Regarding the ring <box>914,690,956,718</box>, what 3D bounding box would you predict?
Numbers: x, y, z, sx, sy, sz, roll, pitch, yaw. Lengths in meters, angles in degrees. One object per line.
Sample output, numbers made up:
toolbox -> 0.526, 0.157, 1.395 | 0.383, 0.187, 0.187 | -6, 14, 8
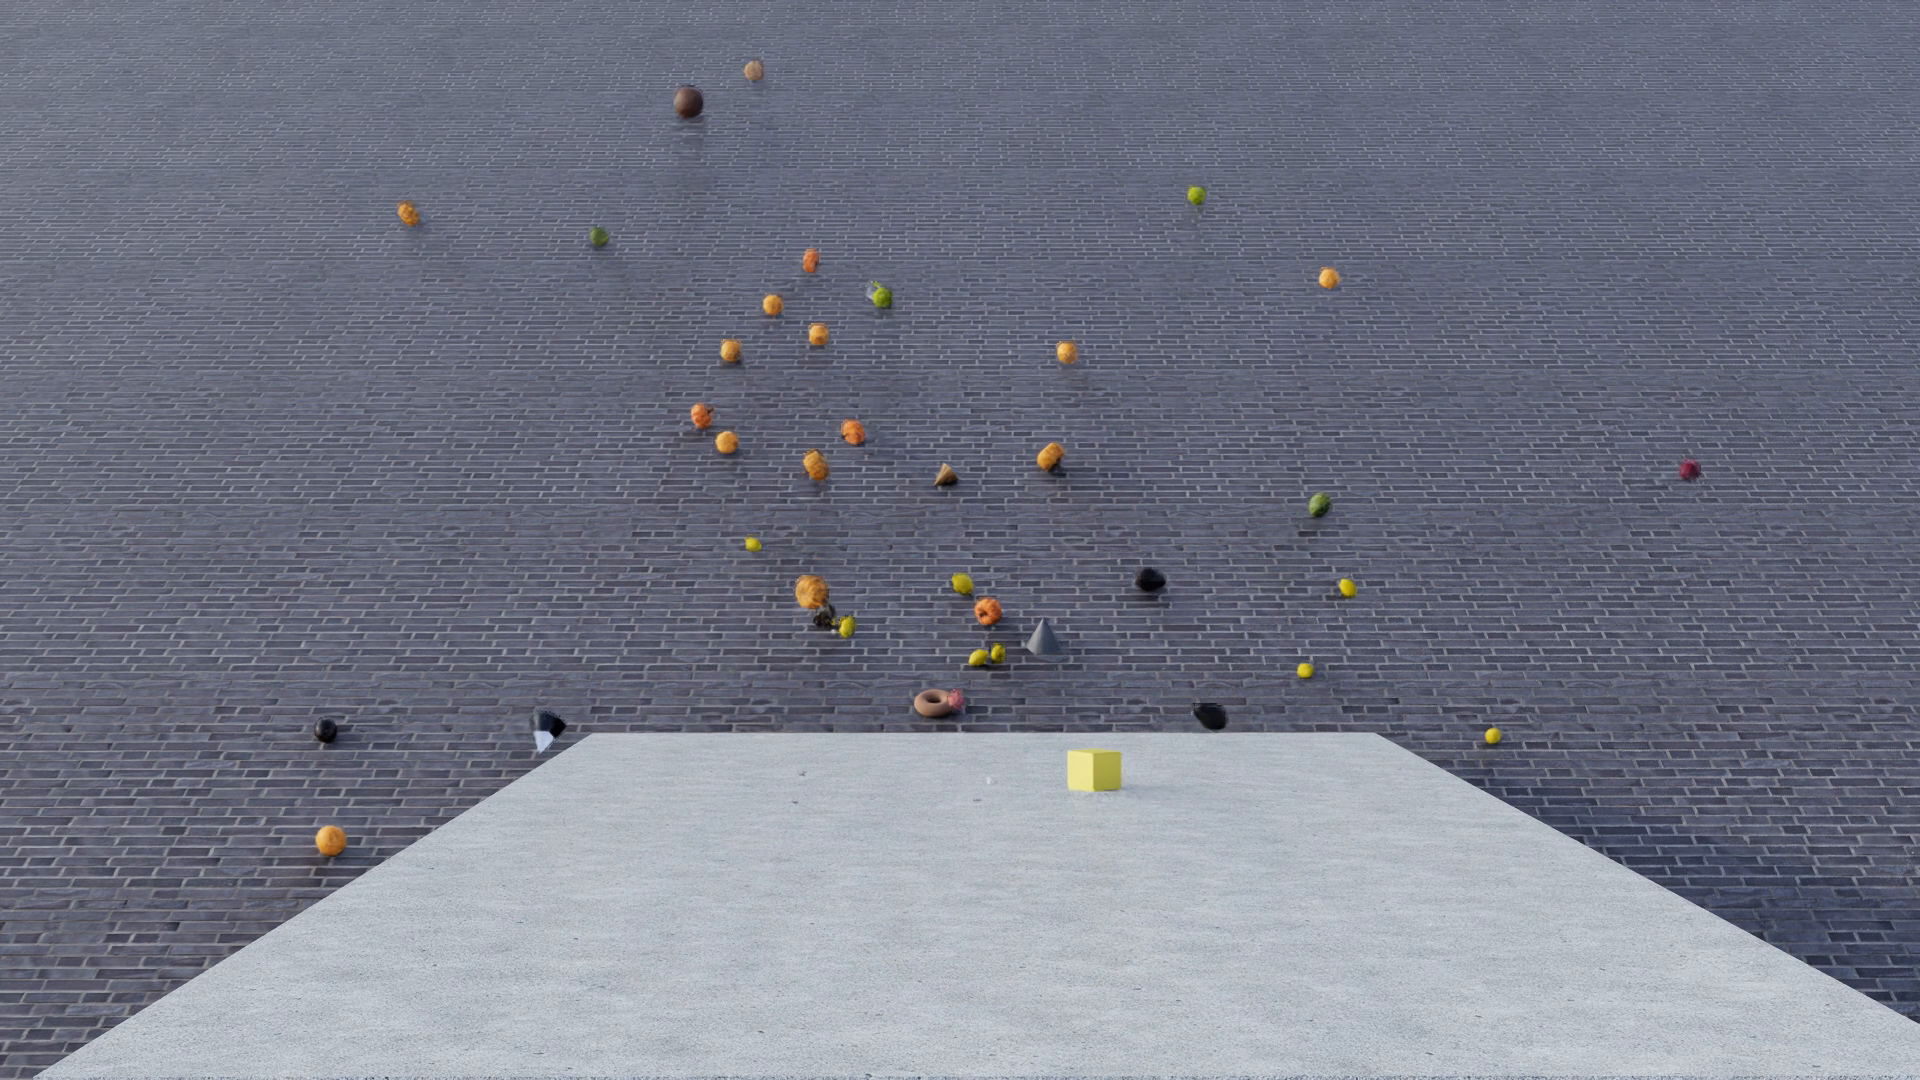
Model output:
ring -> -0.066, 0.434, 6.870 | 0.111, 0.037, 0.111 | -1, 27, 0

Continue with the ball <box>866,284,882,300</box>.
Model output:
ball -> -0.311, -0.896, 9.346 | 0.058, 0.058, 0.058 | 0, 28, 0

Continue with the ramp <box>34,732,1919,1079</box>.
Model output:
ramp -> 0.063, 0.567, 4.608 | 2.000, 0.100, 4.000 | 0, 1, 0

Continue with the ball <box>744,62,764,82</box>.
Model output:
ball -> -0.923, -2.102, 11.581 | 0.088, 0.088, 0.088 | 0, 28, 0

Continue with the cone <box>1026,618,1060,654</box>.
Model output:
cone -> 0.231, 0.252, 7.151 | 0.093, 0.093, 0.093 | 0, 28, 0

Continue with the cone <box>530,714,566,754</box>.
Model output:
cone -> -1.082, 0.516, 6.708 | 0.096, 0.096, 0.096 | 4, 55, 7

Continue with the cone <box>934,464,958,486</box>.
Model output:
cone -> -0.055, -0.191, 8.049 | 0.068, 0.068, 0.068 | -38, 39, -11

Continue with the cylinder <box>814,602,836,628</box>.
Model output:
cylinder -> -0.380, 0.212, 7.260 | 0.054, 0.054, 0.054 | 3, 38, 6

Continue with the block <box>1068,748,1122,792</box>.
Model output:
block -> 0.275, 0.471, 5.291 | 0.077, 0.077, 0.077 | -1, 1, -38
